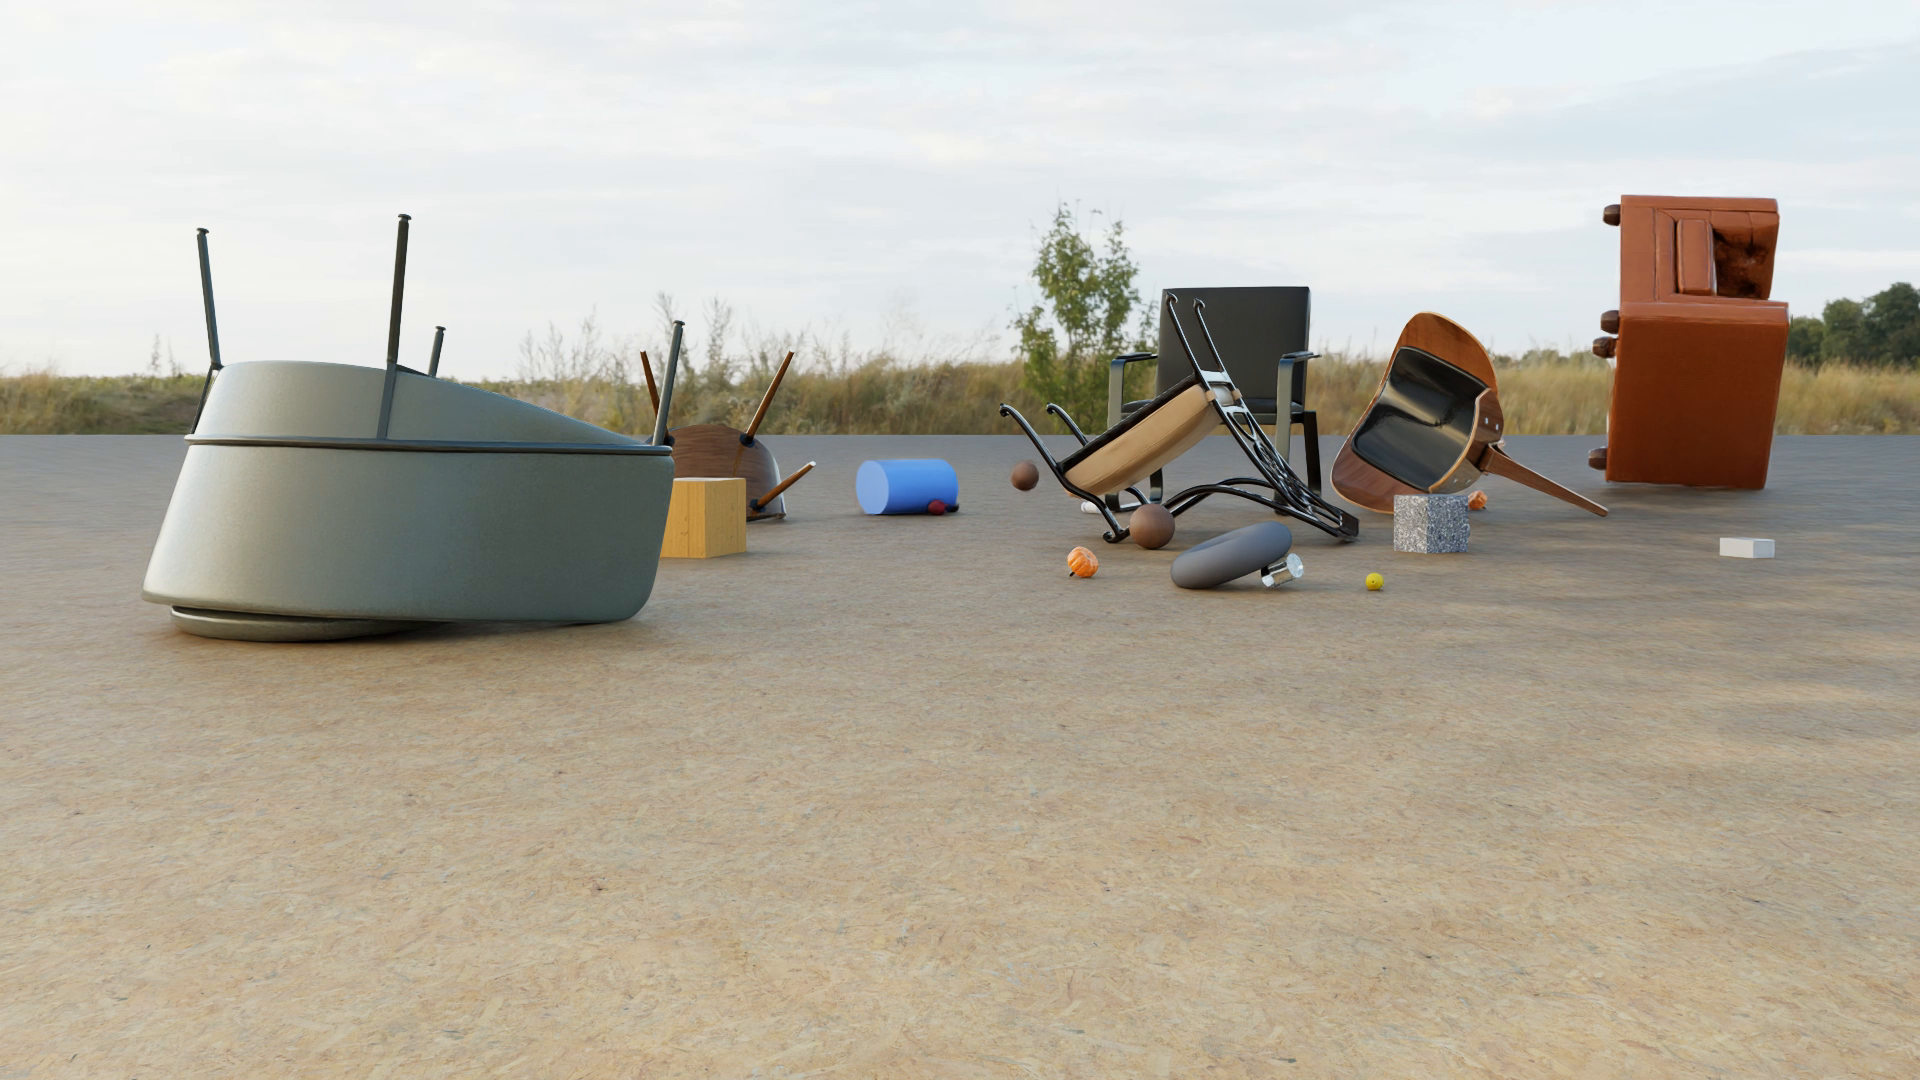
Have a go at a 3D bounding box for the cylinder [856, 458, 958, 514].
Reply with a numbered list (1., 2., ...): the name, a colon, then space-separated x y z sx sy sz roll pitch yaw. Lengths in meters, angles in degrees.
1. cylinder: -0.192 -0.193 7.921 0.284 0.195 0.249 -2 13 -31

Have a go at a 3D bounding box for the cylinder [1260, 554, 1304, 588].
1. cylinder: 0.726 0.069 4.960 0.066 0.058 0.111 -23 -3 25

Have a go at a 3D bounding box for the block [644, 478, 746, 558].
1. block: -0.719 -0.063 5.994 0.179 0.202 0.258 1 4 19

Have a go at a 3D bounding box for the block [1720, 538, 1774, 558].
1. block: 2.116 0.020 5.911 0.074 0.047 0.124 -2 4 -23

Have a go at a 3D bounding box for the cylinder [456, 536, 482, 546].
1. cylinder: -1.398 0.004 6.258 0.057 0.032 0.055 -1 1 -41

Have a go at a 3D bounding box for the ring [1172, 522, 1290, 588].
1. ring: 0.616 0.036 4.998 0.283 0.087 0.301 -19 3 39

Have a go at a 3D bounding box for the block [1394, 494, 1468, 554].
1. block: 1.306 -0.047 6.098 0.148 0.155 0.136 -2 5 -30

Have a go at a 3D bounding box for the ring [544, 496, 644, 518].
1. ring: -1.219 -0.116 7.673 0.483 0.078 0.200 0 3 6
